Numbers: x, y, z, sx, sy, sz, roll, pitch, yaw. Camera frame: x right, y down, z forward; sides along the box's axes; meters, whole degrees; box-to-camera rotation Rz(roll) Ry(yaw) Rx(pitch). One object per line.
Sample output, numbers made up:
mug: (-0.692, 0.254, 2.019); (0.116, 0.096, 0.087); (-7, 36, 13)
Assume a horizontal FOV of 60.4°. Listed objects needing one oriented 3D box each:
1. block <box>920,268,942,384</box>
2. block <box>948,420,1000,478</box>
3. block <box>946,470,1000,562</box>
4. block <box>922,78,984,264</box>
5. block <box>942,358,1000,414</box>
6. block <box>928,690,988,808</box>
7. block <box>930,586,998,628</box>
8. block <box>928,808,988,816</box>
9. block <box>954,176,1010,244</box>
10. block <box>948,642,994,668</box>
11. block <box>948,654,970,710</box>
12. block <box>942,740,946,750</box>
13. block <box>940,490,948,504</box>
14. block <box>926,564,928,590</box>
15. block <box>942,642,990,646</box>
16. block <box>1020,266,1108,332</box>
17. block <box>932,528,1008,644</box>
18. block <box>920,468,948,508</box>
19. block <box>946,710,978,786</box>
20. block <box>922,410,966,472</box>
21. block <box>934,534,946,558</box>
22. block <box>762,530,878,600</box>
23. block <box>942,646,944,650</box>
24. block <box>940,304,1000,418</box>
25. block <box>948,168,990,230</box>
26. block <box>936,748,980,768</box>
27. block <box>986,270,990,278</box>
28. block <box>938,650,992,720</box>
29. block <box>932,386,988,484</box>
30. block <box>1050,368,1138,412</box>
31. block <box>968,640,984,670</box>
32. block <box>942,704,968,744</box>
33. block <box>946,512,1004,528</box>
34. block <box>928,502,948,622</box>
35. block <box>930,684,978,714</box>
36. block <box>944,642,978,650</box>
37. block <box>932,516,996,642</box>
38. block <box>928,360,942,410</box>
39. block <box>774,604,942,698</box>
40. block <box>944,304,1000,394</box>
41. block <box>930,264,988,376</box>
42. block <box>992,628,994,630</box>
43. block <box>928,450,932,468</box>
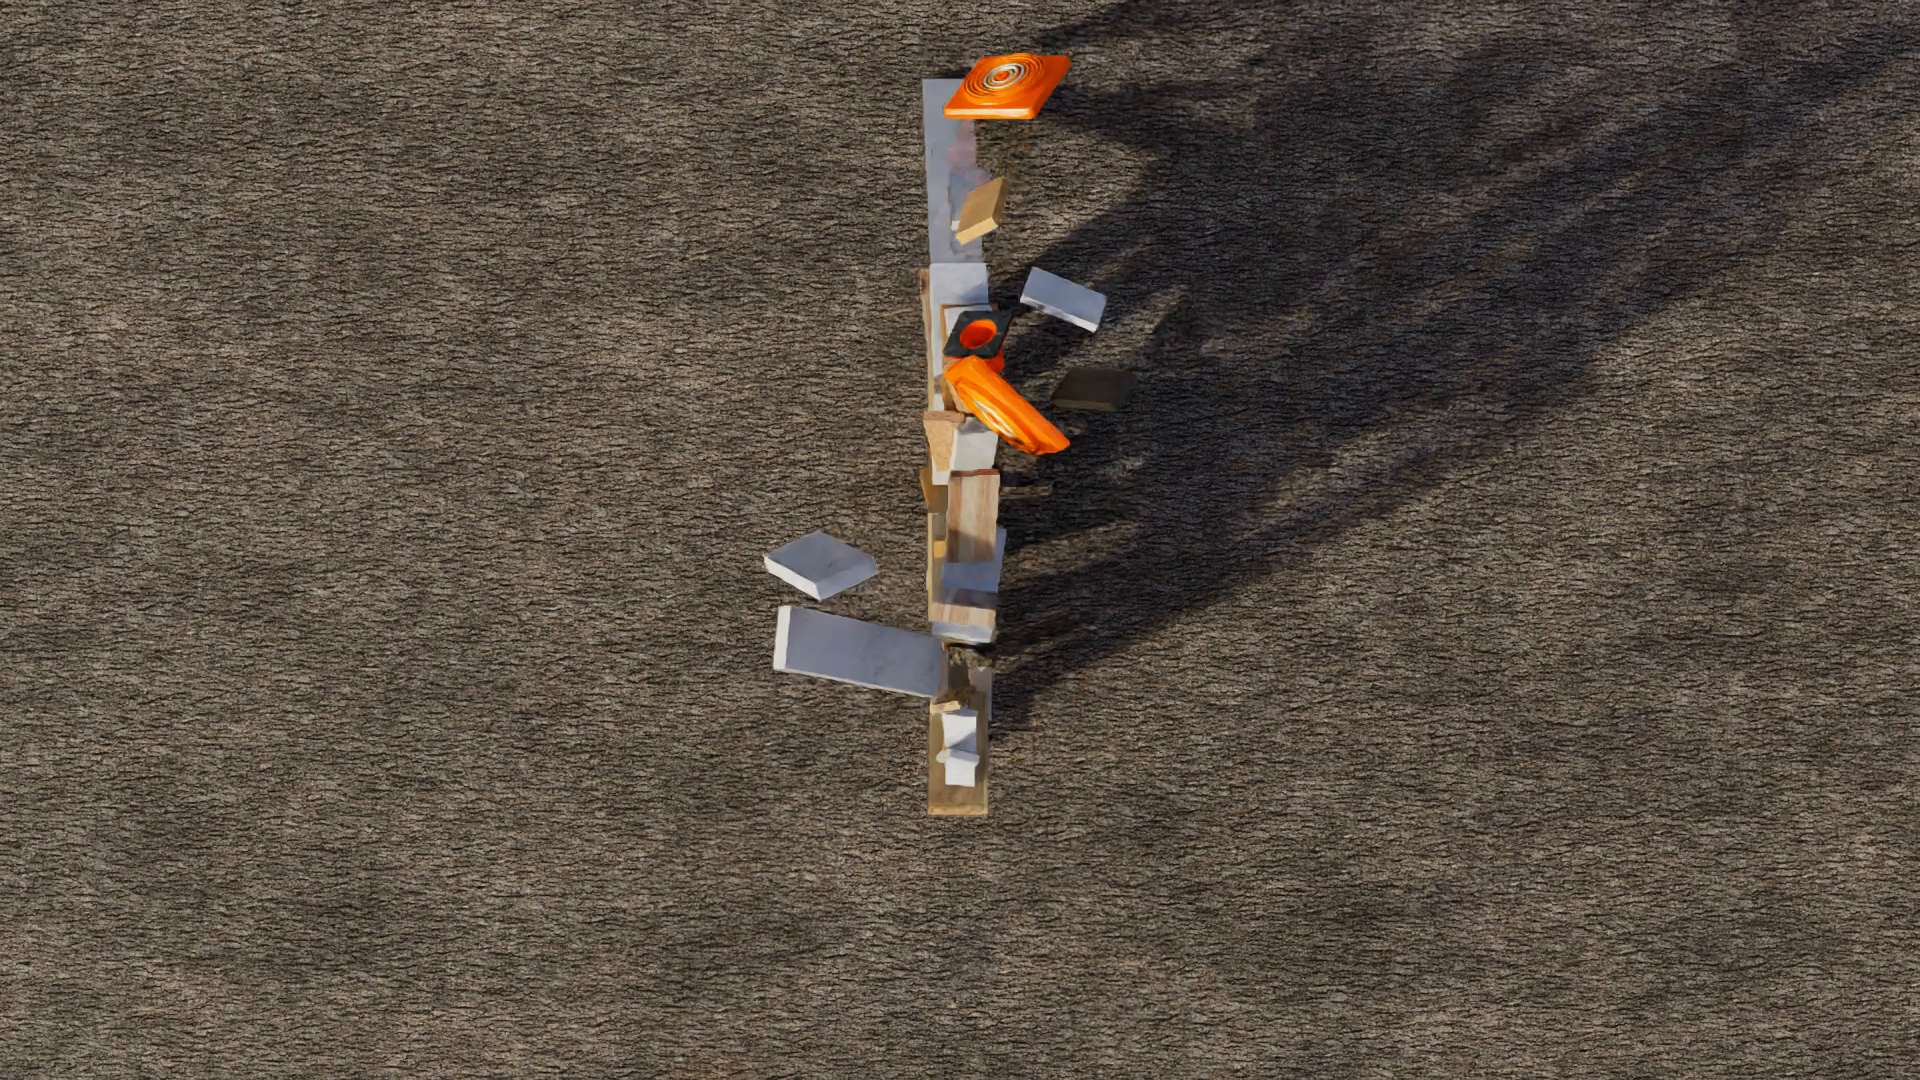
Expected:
block: (-0.019, -0.647, 4.937); (0.168, 0.048, 0.336); (-6, 92, -3)
block: (0.038, -0.247, 4.910); (0.123, 0.353, 0.035); (-8, 65, -9)
block: (0.031, -0.060, 4.213); (0.123, 0.035, 0.247); (-2, 118, -9)
block: (-0.023, -1.109, 5.239); (0.163, 0.046, 0.944); (-2, 60, -1)
block: (0.032, -0.434, 4.664); (0.116, 0.232, 0.033); (2, 63, 14)
block: (-0.004, 0.578, 4.563); (0.161, 0.046, 0.321); (1, 67, 0)
block: (0.014, 0.164, 4.101); (0.154, 0.309, 0.044); (7, 97, 2)
block: (-0.004, 0.662, 5.019); (0.161, 0.966, 0.046); (1, 99, 0)
block: (0.069, -0.988, 4.934); (0.130, 0.259, 0.037); (-22, 122, 27)
block: (0.032, 0.312, 4.457); (0.120, 0.017, 0.060); (4, 126, 17)
block: (-0.005, 0.395, 4.568); (0.060, 0.017, 0.161); (-1, 92, 0)
block: (-0.007, 0.578, 4.463); (0.069, 0.138, 0.020); (-18, 47, -8)
block: (-0.011, -0.060, 5.064); (0.103, 0.029, 0.207); (2, 57, -3)
block: (-0.013, 0.040, 5.147); (0.172, 0.344, 0.049); (1, 123, 1)
block: (0.004, 0.340, 5.141); (0.177, 0.050, 0.355); (0, 89, 0)
block: (0.296, -0.688, 4.712); (0.232, 0.033, 0.116); (22, 57, -3)
block: (0.026, 0.108, 4.297); (0.150, 0.043, 0.301); (8, 74, 2)
block: (-0.009, -0.092, 5.160); (0.172, 0.049, 0.344); (-9, 51, -7)
block: (0.003, 0.553, 4.381); (0.079, 0.316, 0.022); (4, 47, 3)
block: (-0.030, -0.291, 4.910); (0.116, 0.334, 0.033); (4, 67, 8)
block: (0.006, 0.014, 4.502); (0.150, 0.301, 0.043); (0, 94, -1)
block: (-0.332, 0.057, 3.884); (0.154, 0.309, 0.044); (-25, 113, -23)
block: (0.000, 0.288, 5.048); (0.077, 0.022, 0.154); (17, 88, 2)
block: (0.031, -0.524, 4.814); (0.163, 0.046, 0.326); (-3, 98, -10)
block: (0.033, -1.062, 5.138); (0.130, 0.037, 0.259); (-2, 50, -1)
block: (-0.006, 0.571, 4.314); (0.079, 0.158, 0.022); (16, 75, -10)
block: (0.001, -0.658, 5.118); (0.175, 0.050, 0.350); (0, 86, 0)
block: (0.013, 0.418, 4.793); (0.161, 0.321, 0.046); (2, 115, 1)
block: (0.001, -0.321, 5.073); (0.168, 0.048, 0.336); (0, 128, -3)
block: (0.387, -0.439, 4.791); (0.123, 0.247, 0.035); (-55, 128, -20)
block: (0.042, 0.304, 4.530); (0.017, 0.120, 0.060); (-20, 115, -5)
block: (-0.010, 0.488, 4.354); (0.069, 0.138, 0.020); (-9, 47, -5)
block: (0.039, -0.048, 4.547); (0.104, 0.207, 0.029); (12, 94, -18)
block: (-0.003, 0.072, 4.886); (0.179, 0.051, 0.421); (2, 130, 2)
block: (-0.017, 0.416, 4.304); (0.079, 0.158, 0.022); (-13, 96, 19)
block: (-0.001, 0.384, 4.958); (0.105, 0.030, 0.210); (2, 52, 0)
block: (0.011, 0.109, 4.656); (0.179, 0.051, 0.357); (-1, 74, -1)
block: (-0.013, -0.531, 5.037); (0.168, 0.048, 0.336); (-1, 109, -3)
block: (-0.250, 0.287, 4.188); (0.515, 0.044, 0.154); (16, 73, -42)
block: (0.035, -0.546, 4.769); (0.130, 0.037, 0.259); (-7, 99, -9)
block: (-0.001, -0.648, 4.856); (0.163, 0.046, 0.326); (-2, 92, -9)
block: (0.012, 0.210, 4.445); (0.150, 0.301, 0.043); (-1, 93, -1)
block: (-0.015, -0.223, 5.332); (0.172, 0.049, 0.474); (0, 51, 0)
